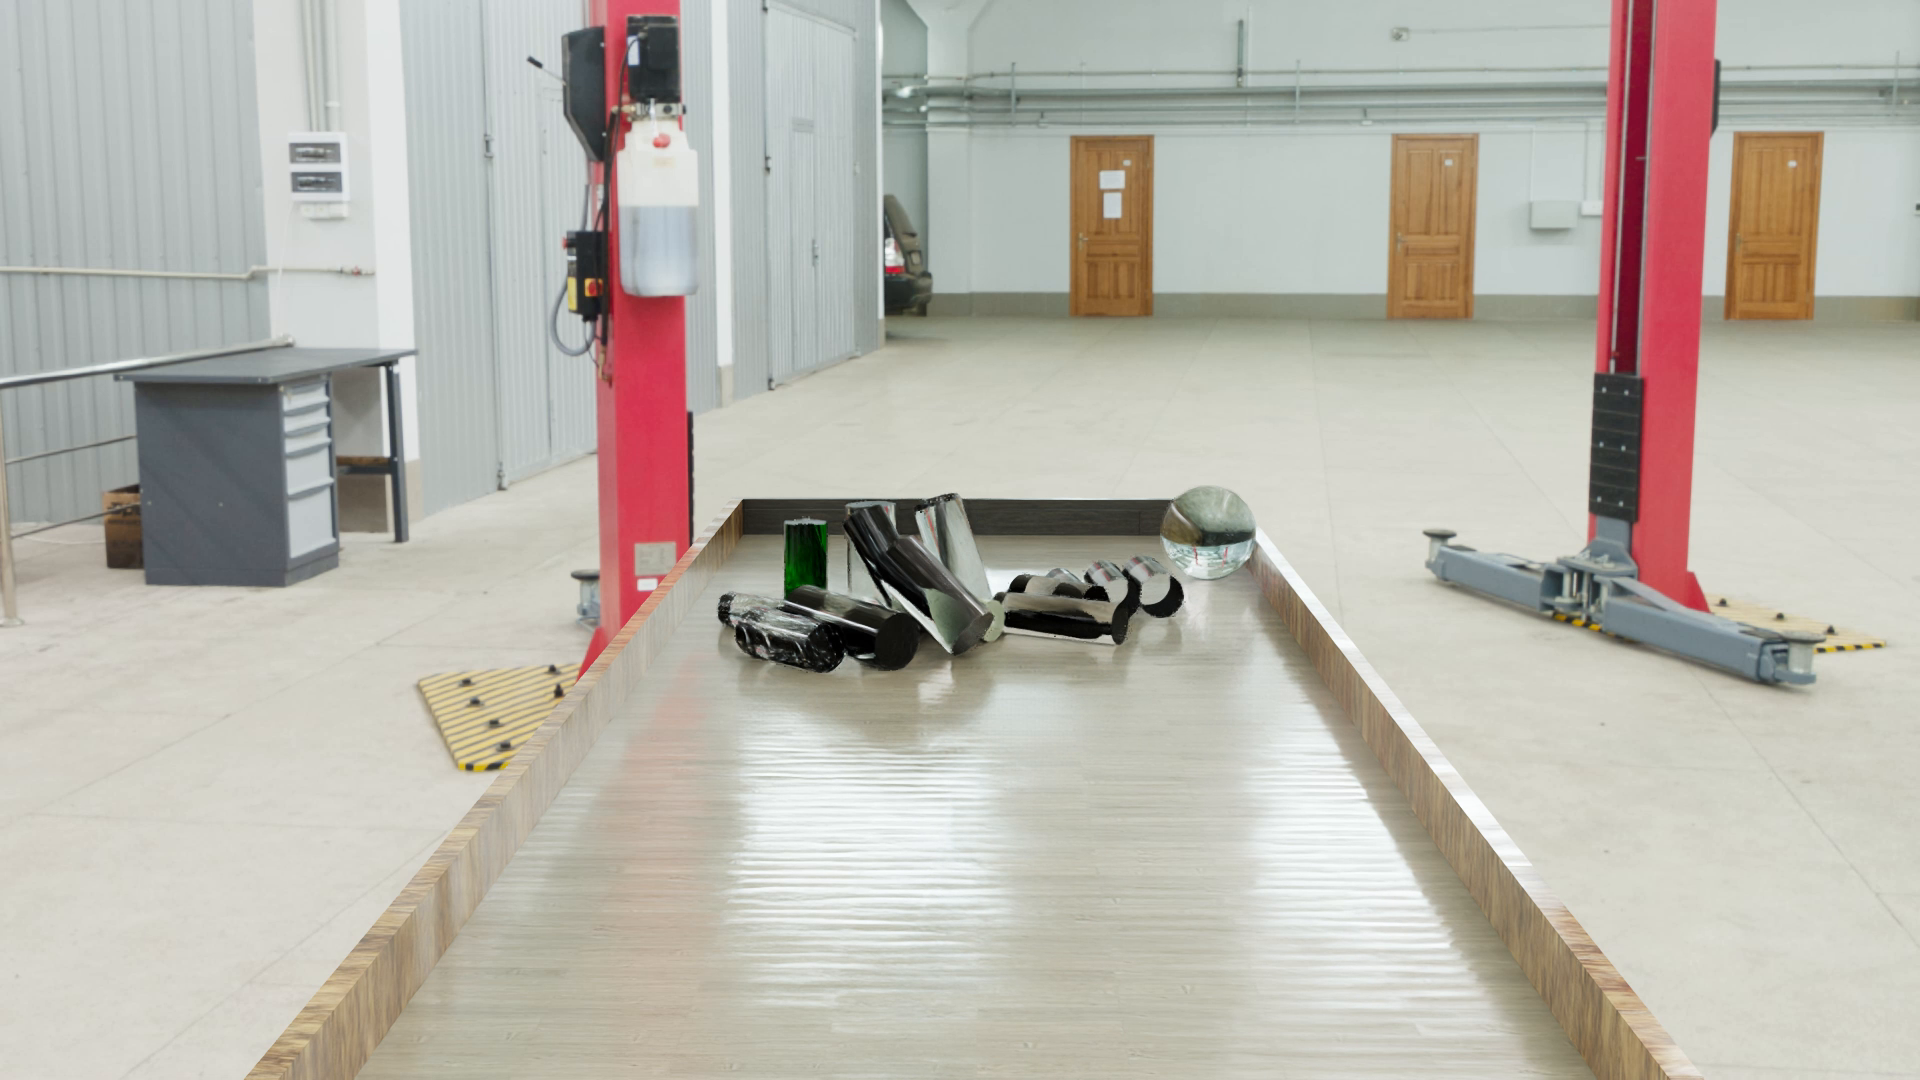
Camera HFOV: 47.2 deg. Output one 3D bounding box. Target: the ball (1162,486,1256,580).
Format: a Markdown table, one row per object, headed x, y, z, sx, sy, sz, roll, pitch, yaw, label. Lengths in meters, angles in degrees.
| x | y | z | sx | sy | sz | roll | pitch | yaw | label |
| --- | --- | --- | --- | --- | --- | --- | --- | --- | --- |
| 0.913 | -0.026 | 8.070 | 0.346 | 0.346 | 0.346 | 0 | 9 | 0 | ball |

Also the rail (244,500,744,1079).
| x | y | z | sx | sy | sz | roll | pitch | yaw | label |
| --- | --- | --- | --- | --- | --- | --- | --- | --- | --- |
| -1.004 | 0.839 | 3.234 | 0.050 | 0.150 | 12.000 | 0 | 9 | 1 | rail |

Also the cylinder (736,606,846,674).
| x | y | z | sx | sy | sz | roll | pitch | yaw | label |
| --- | --- | --- | --- | --- | --- | --- | --- | --- | --- |
| -0.513 | 0.298 | 6.632 | 0.153 | 0.153 | 0.351 | -8 | 12 | -40 | cylinder |

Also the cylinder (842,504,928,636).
| x | y | z | sx | sy | sz | roll | pitch | yaw | label |
| --- | --- | --- | --- | --- | --- | --- | --- | --- | --- |
| -0.212 | 0.102 | 7.008 | 0.144 | 0.418 | 0.144 | -29 | -10 | -5 | cylinder |

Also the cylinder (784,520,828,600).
| x | y | z | sx | sy | sz | roll | pitch | yaw | label |
| --- | --- | --- | --- | --- | --- | --- | --- | --- | --- |
| -0.505 | 0.111 | 7.213 | 0.142 | 0.342 | 0.142 | 0 | 9 | 0 | cylinder |

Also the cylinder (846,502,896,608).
| x | y | z | sx | sy | sz | roll | pitch | yaw | label |
| --- | --- | --- | --- | --- | --- | --- | --- | --- | --- |
| -0.287 | 0.080 | 7.216 | 0.162 | 0.398 | 0.162 | -2 | 8 | 0 | cylinder |

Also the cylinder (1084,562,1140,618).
| x | y | z | sx | sy | sz | roll | pitch | yaw | label |
| --- | --- | --- | --- | --- | --- | --- | --- | --- | --- |
| 0.516 | 0.170 | 7.493 | 0.138 | 0.138 | 0.370 | -1 | 9 | -5 | cylinder |

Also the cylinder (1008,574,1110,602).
| x | y | z | sx | sy | sz | roll | pitch | yaw | label |
| --- | --- | --- | --- | --- | --- | --- | --- | --- | --- |
| 0.324 | 0.202 | 7.269 | 0.327 | 0.146 | 0.146 | 9 | 13 | 44 | cylinder |

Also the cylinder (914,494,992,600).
| x | y | z | sx | sy | sz | roll | pitch | yaw | label |
| --- | --- | --- | --- | --- | --- | --- | --- | --- | --- |
| -0.019 | 0.060 | 7.264 | 0.164 | 0.397 | 0.164 | -17 | -13 | -4 | cylinder |

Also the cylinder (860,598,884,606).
| x | y | z | sx | sy | sz | roll | pitch | yaw | label |
| --- | --- | --- | --- | --- | --- | --- | --- | --- | --- |
| -0.267 | 0.268 | 6.942 | 0.117 | 0.117 | 0.340 | -2 | 9 | -10 | cylinder |

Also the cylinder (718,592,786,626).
| x | y | z | sx | sy | sz | roll | pitch | yaw | label |
| --- | --- | --- | --- | --- | --- | --- | --- | --- | --- |
| -0.600 | 0.244 | 7.107 | 0.401 | 0.113 | 0.113 | 7 | 11 | 37 | cylinder |

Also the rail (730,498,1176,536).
| x | y | z | sx | sy | sz | roll | pitch | yaw | label |
| --- | --- | --- | --- | --- | --- | --- | --- | --- | --- |
| 0.099 | -0.098 | 9.147 | 2.100 | 0.150 | 0.050 | 0 | 9 | 1 | rail |

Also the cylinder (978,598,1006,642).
| x | y | z | sx | sy | sz | roll | pitch | yaw | label |
| --- | --- | --- | --- | --- | --- | --- | --- | --- | --- |
| -0.042 | 0.237 | 7.089 | 0.374 | 0.134 | 0.134 | 8 | 12 | 40 | cylinder |

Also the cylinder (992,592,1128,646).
| x | y | z | sx | sy | sz | roll | pitch | yaw | label |
| --- | --- | --- | --- | --- | --- | --- | --- | --- | --- |
| 0.315 | 0.248 | 7.016 | 0.429 | 0.134 | 0.134 | 5 | 10 | 29 | cylinder |

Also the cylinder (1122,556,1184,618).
| x | y | z | sx | sy | sz | roll | pitch | yaw | label |
| --- | --- | --- | --- | --- | --- | --- | --- | --- | --- |
| 0.658 | 0.158 | 7.539 | 0.149 | 0.149 | 0.381 | -1 | 9 | -5 | cylinder |

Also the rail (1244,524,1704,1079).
| x | y | z | sx | sy | sz | roll | pitch | yaw | label |
| --- | --- | --- | --- | --- | --- | --- | --- | --- | --- |
| 1.046 | 0.843 | 3.208 | 0.050 | 0.150 | 12.000 | 0 | 9 | 1 | rail |

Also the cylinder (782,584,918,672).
| x | y | z | sx | sy | sz | roll | pitch | yaw | label |
| --- | --- | --- | --- | --- | --- | --- | --- | --- | --- |
| -0.336 | 0.265 | 6.684 | 0.178 | 0.178 | 0.434 | -8 | 16 | -43 | cylinder |

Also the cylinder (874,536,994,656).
| x | y | z | sx | sy | sz | roll | pitch | yaw | label |
| --- | --- | --- | --- | --- | --- | --- | --- | --- | --- |
| -0.081 | 0.171 | 6.795 | 0.357 | 0.178 | 0.178 | 45 | 29 | 20 | cylinder |

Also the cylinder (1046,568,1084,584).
| x | y | z | sx | sy | sz | roll | pitch | yaw | label |
| --- | --- | --- | --- | --- | --- | --- | --- | --- | --- |
| 0.376 | 0.179 | 7.528 | 0.110 | 0.110 | 0.355 | -1 | 9 | -9 | cylinder |
